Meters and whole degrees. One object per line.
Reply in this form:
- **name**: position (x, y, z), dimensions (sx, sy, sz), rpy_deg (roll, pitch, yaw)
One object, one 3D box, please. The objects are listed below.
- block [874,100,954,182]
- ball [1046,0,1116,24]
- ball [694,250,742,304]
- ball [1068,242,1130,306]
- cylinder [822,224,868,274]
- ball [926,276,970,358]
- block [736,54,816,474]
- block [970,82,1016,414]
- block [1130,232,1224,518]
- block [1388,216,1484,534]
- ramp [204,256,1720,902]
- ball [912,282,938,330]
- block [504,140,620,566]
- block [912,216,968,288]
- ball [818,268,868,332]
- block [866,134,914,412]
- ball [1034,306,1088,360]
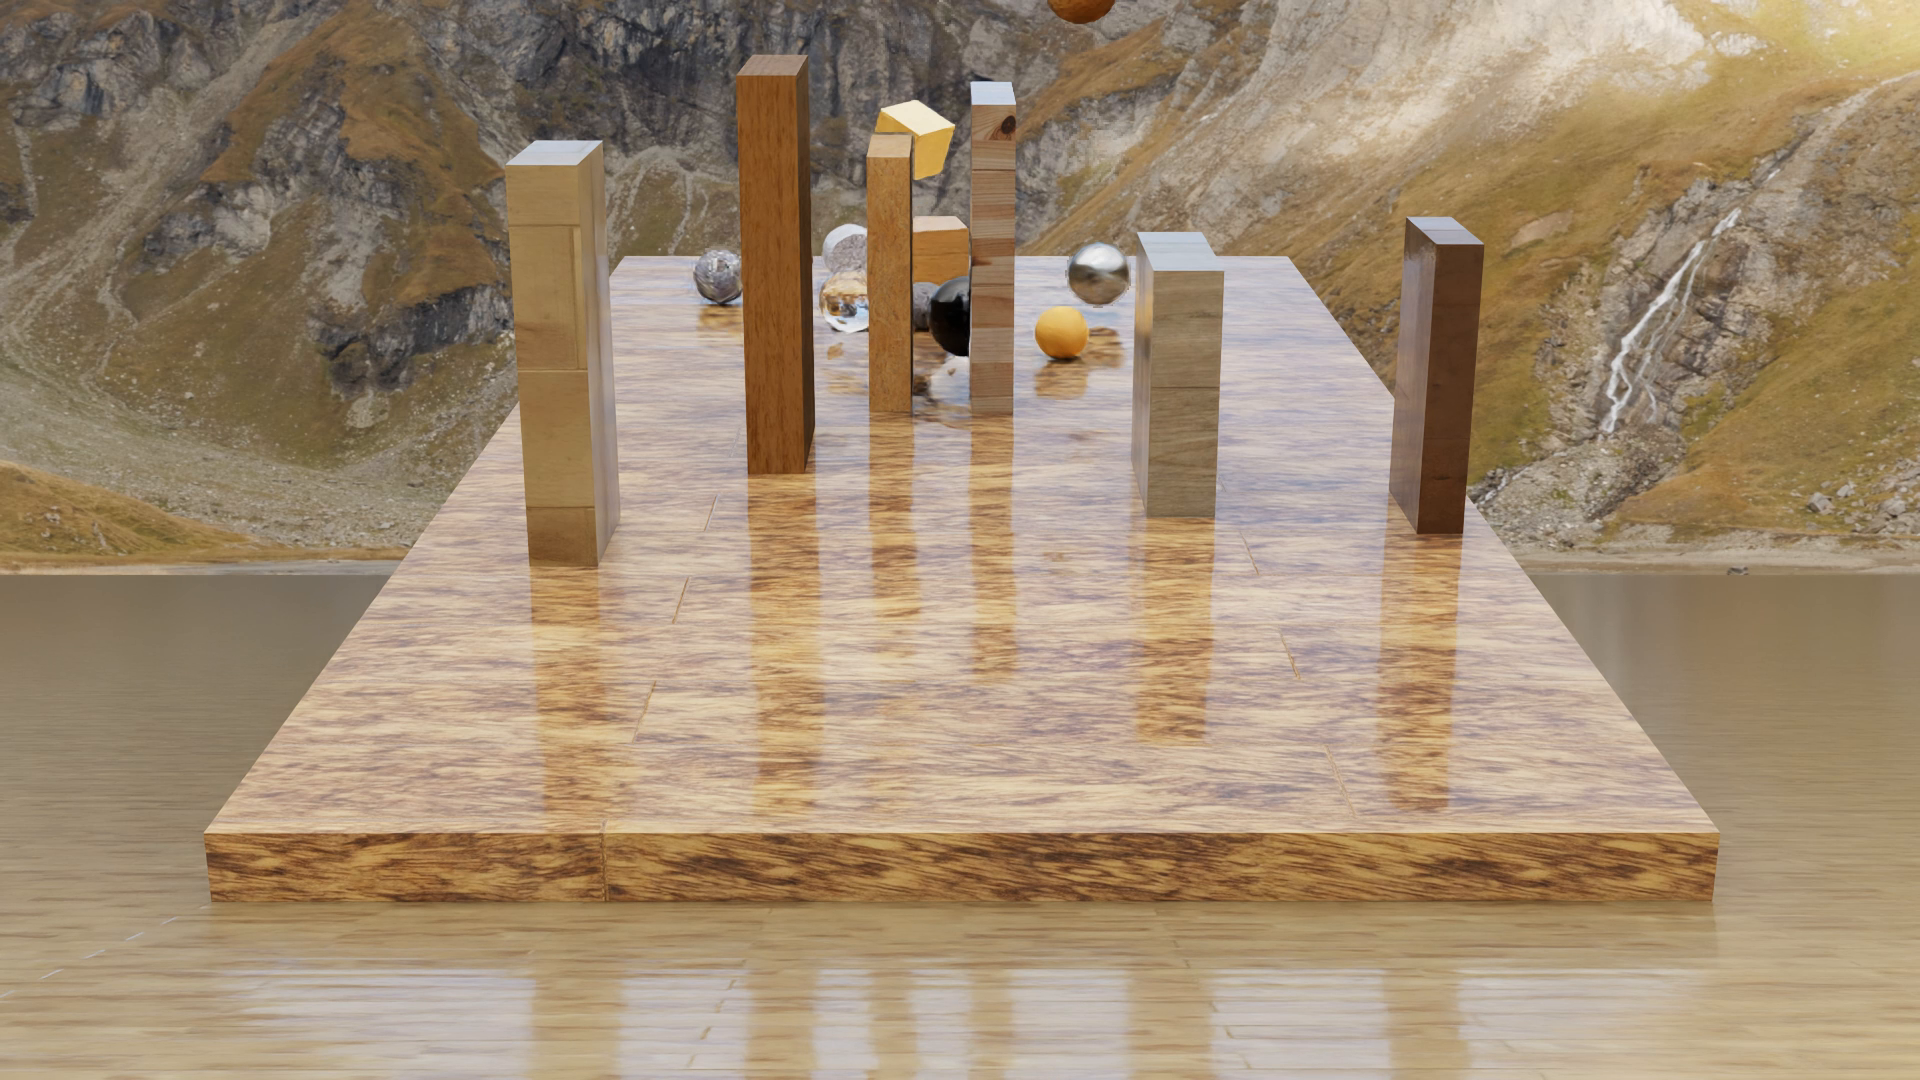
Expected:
- **block**: position (-0.140, -1.149, 6.447), dimensions (0.156, 0.156, 0.156), rpy_deg (38, 39, 24)
- **ball**: position (0.332, -1.520, 6.130), dimensions (0.209, 0.209, 0.209), rpy_deg (0, -1, 0)
- **ball**: position (-0.651, -0.716, 6.087), dimensions (0.146, 0.146, 0.146), rpy_deg (0, -1, 0)
- **ball**: position (0.368, -0.704, 5.926), dimensions (0.164, 0.164, 0.164), rpy_deg (0, -1, 0)
- **cylinder**: position (-0.299, -0.798, 6.314), dimensions (0.160, 0.160, 0.160), rpy_deg (0, 18, -11)
- **ball**: position (0.018, -0.548, 5.489), dimensions (0.200, 0.200, 0.200), rpy_deg (0, -1, 0)
- **block**: position (-0.373, -0.572, 4.598), dimensions (0.115, 0.797, 0.378), rpy_deg (0, 18, 0)
- **block**: position (0.072, -0.670, 5.083), dimensions (0.094, 0.683, 0.414), rpy_deg (0, 18, 0)
- **block**: position (0.420, -0.330, 4.379), dimensions (0.130, 0.477, 0.395), rpy_deg (0, 18, 0)
- **block**: position (0.894, -0.314, 4.222), dimensions (0.086, 0.544, 0.283), rpy_deg (0, 18, 0)
- **ramp**: position (-0.004, -0.188, 4.868), dimensions (2.000, 0.100, 4.000), rpy_deg (0, 18, 0)
- **ball**: position (-0.094, -0.608, 5.795), dimensions (0.123, 0.123, 0.123), rpy_deg (0, -1, 0)
- **block**: position (-0.706, -0.337, 4.012), dimensions (0.122, 0.713, 0.289), rpy_deg (0, 18, 0)
- **block**: position (-0.077, -0.816, 6.345), dimensions (0.165, 0.165, 0.165), rpy_deg (-5, 22, -14)
- **ball**: position (-0.282, -0.617, 5.758), dimensions (0.162, 0.162, 0.162), rpy_deg (0, -1, 0)
- **block**: position (-0.157, -0.612, 5.091), dimensions (0.093, 0.568, 0.349), rpy_deg (0, 18, 0)
- **ball**: position (0.249, -0.508, 5.477), dimensions (0.131, 0.131, 0.131), rpy_deg (0, -1, 0)
